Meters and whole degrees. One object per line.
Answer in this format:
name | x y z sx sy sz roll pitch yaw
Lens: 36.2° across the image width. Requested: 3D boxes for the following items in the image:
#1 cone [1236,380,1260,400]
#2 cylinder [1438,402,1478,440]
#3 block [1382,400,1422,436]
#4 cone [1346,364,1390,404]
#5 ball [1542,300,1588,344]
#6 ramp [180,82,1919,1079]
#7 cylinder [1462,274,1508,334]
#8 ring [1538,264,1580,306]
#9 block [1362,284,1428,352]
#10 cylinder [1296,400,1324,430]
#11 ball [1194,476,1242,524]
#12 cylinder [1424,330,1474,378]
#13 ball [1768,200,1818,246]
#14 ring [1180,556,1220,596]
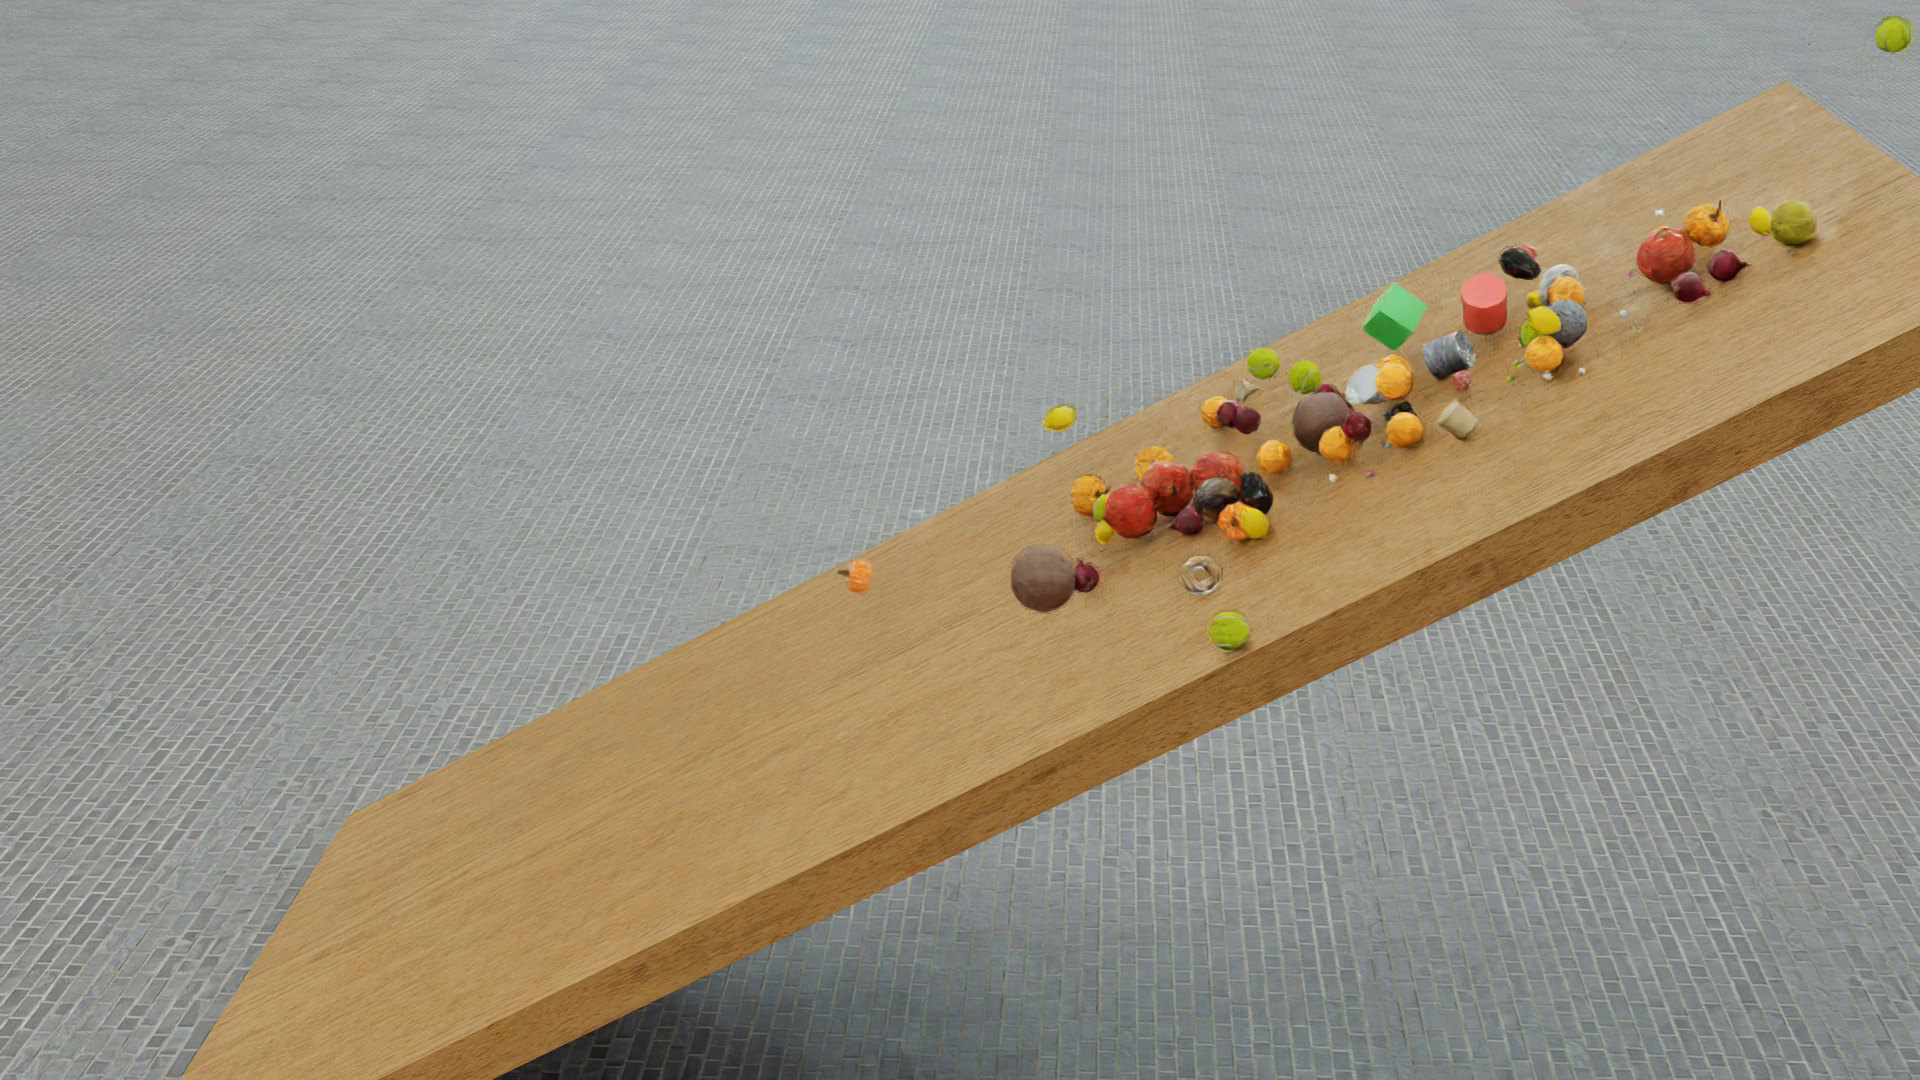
cone | 0.668 -0.348 6.772 0.052 0.052 0.052 -9 20 -18
cylinder | 0.957 -0.228 5.647 0.055 0.055 0.055 39 15 -9
block | 0.884 -0.244 5.883 0.053 0.053 0.053 -31 3 5
cone | 0.860 -0.302 6.071 0.090 0.090 0.090 29 -2 -37
ball | 1.186 -0.427 5.764 0.088 0.088 0.088 0 18 0
ramp | 0.141 0.167 6.282 4.000 0.100 2.000 -27 14 11
cylinder | 1.105 -0.497 6.199 0.093 0.093 0.093 -6 56 8
ring | 1.242 -0.527 6.104 0.098 0.098 0.033 -10 32 -27
block | 0.941 -0.481 6.360 0.087 0.087 0.087 34 59 -2
cylinder | 0.740 -0.263 6.221 0.054 0.054 0.054 8 12 -2
ball | 0.523 -0.079 5.976 0.097 0.097 0.097 0 18 0
cylinder | 1.014 -0.385 6.105 0.077 0.077 0.077 -20 5 33
ball | 1.610 -0.613 5.685 0.091 0.091 0.091 0 18 0
ring | 0.459 0.068 5.625 0.078 0.078 0.026 -5 -6 -15
